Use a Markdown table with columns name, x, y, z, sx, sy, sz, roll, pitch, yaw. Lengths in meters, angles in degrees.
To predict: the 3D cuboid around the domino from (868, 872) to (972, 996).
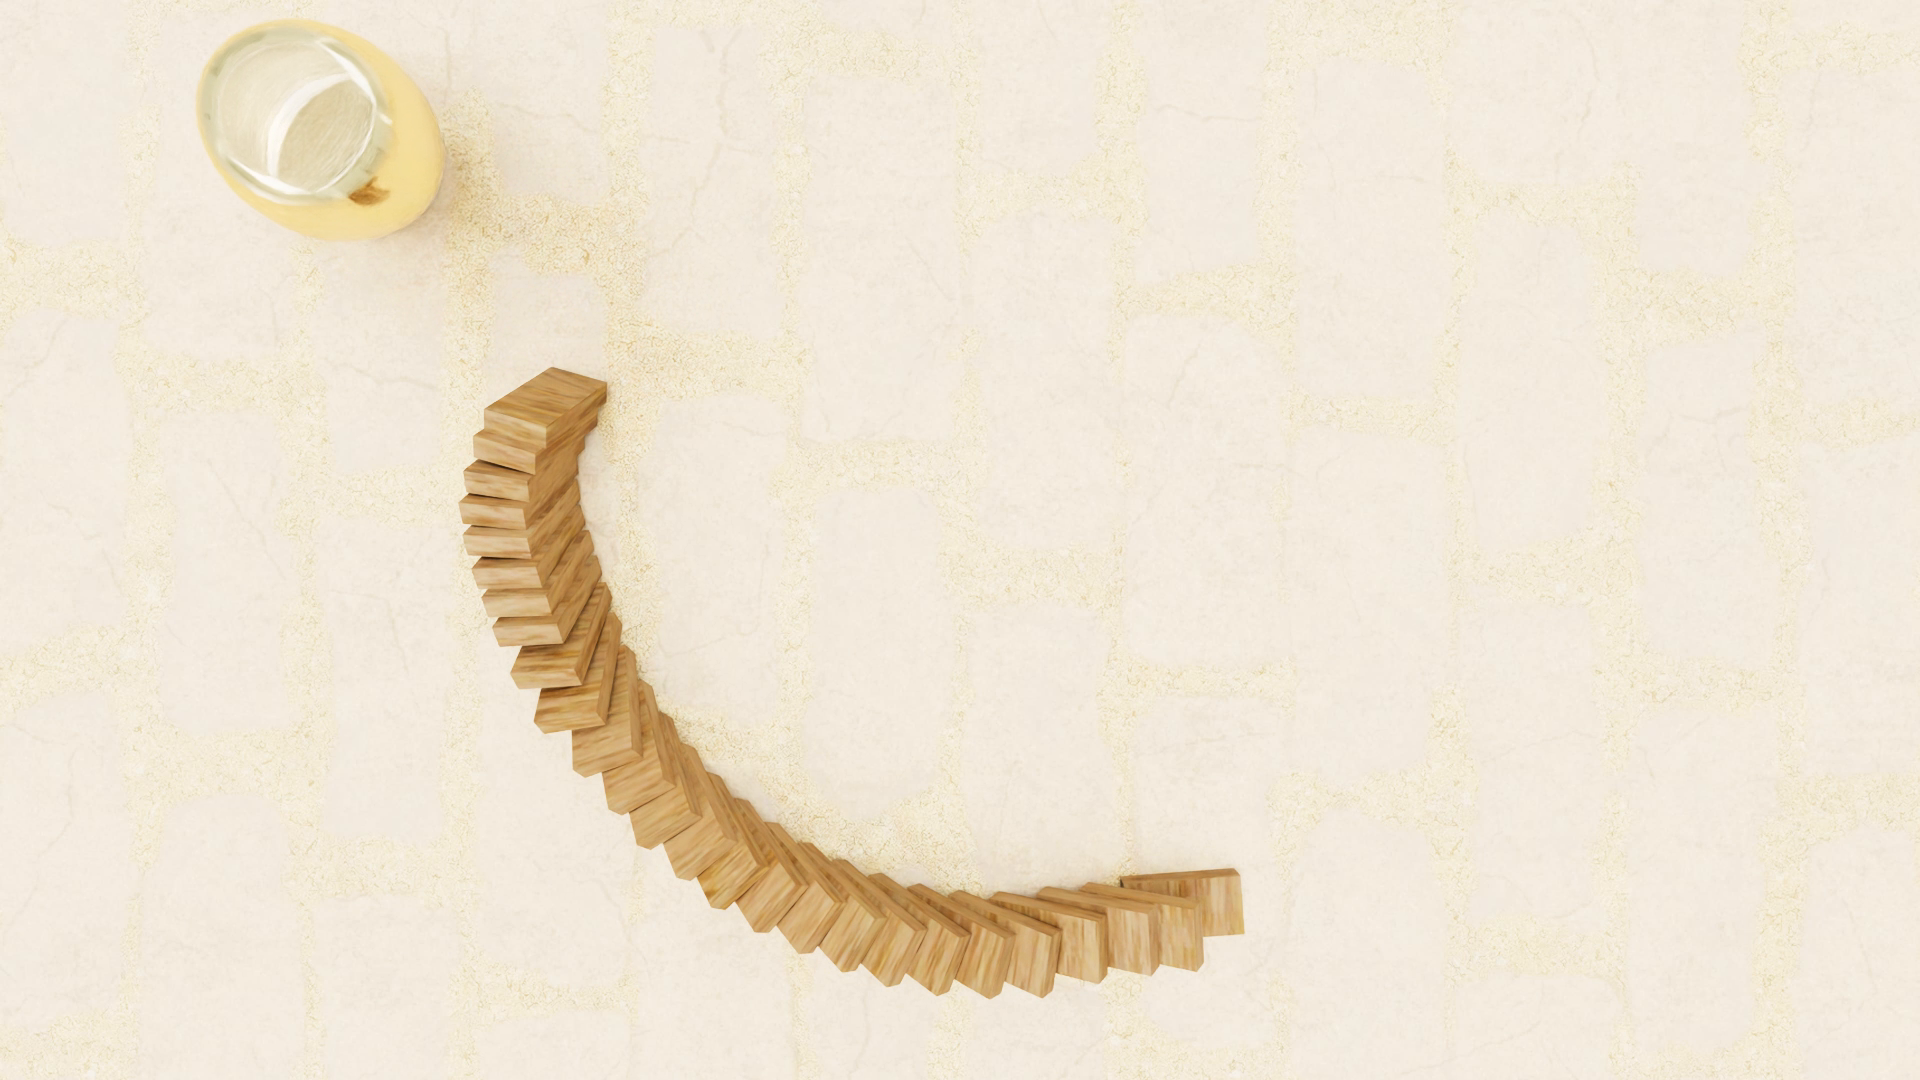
| name | x | y | z | sx | sy | sz | roll | pitch | yaw |
| --- | --- | --- | --- | --- | --- | --- | --- | --- | --- |
| domino | -0.022 | 0.163 | 0.382 | 0.050 | 0.009 | 0.025 | 21 | 90 | 33 |

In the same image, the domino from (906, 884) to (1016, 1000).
| name | x | y | z | sx | sy | sz | roll | pitch | yaw |
| --- | --- | --- | --- | --- | --- | --- | --- | --- | --- |
| domino | -0.003 | 0.167 | 0.383 | 0.050 | 0.009 | 0.025 | 15 | 90 | 33 |

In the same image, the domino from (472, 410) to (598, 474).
| name | x | y | z | sx | sy | sz | roll | pitch | yaw |
| --- | --- | --- | --- | --- | --- | --- | --- | --- | --- |
| domino | -0.173 | -0.045 | 0.376 | 0.025 | 0.050 | 0.010 | 16 | 121 | 0 |

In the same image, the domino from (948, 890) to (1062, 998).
| name | x | y | z | sx | sy | sz | roll | pitch | yaw |
| --- | --- | --- | --- | --- | --- | --- | --- | --- | --- |
| domino | 0.016 | 0.168 | 0.382 | 0.050 | 0.009 | 0.025 | 8 | 90 | 33 |

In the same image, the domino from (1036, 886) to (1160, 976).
| name | x | y | z | sx | sy | sz | roll | pitch | yaw |
| --- | --- | --- | --- | --- | --- | --- | --- | --- | --- |
| domino | 0.057 | 0.163 | 0.383 | 0.050 | 0.010 | 0.025 | -3 | 90 | 33 |

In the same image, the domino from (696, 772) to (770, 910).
| name | x | y | z | sx | sy | sz | roll | pitch | yaw |
| --- | --- | --- | --- | --- | --- | --- | --- | --- | --- |
| domino | -0.102 | 0.124 | 0.382 | 0.025 | 0.010 | 0.050 | -43 | 55 | 0 |

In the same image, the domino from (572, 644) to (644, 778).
| name | x | y | z | sx | sy | sz | roll | pitch | yaw |
| --- | --- | --- | --- | --- | --- | --- | --- | --- | --- |
| domino | -0.148 | 0.070 | 0.382 | 0.025 | 0.009 | 0.050 | -19 | 54 | 0 |

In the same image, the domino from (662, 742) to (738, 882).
| name | x | y | z | sx | sy | sz | roll | pitch | yaw |
| --- | --- | --- | --- | --- | --- | --- | --- | --- | --- |
| domino | -0.114 | 0.112 | 0.382 | 0.025 | 0.010 | 0.050 | -39 | 55 | 0 |

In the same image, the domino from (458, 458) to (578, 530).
| name | x | y | z | sx | sy | sz | roll | pitch | yaw |
| --- | --- | --- | --- | --- | --- | --- | --- | --- | --- |
| domino | -0.180 | -0.022 | 0.376 | 0.025 | 0.050 | 0.010 | 6 | 121 | 0 |

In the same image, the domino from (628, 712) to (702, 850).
| name | x | y | z | sx | sy | sz | roll | pitch | yaw |
| --- | --- | --- | --- | --- | --- | --- | --- | --- | --- |
| domino | -0.127 | 0.099 | 0.382 | 0.025 | 0.010 | 0.050 | -32 | 55 | 0 |

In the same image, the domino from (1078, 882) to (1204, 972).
| name | x | y | z | sx | sy | sz | roll | pitch | yaw |
| --- | --- | --- | --- | --- | --- | --- | --- | --- | --- |
| domino | 0.075 | 0.161 | 0.382 | 0.050 | 0.010 | 0.025 | -3 | 91 | 32 |

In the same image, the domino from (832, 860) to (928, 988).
| name | x | y | z | sx | sy | sz | roll | pitch | yaw |
| --- | --- | --- | --- | --- | --- | --- | --- | --- | --- |
| domino | -0.039 | 0.159 | 0.382 | 0.050 | 0.010 | 0.025 | 27 | 90 | 35 |

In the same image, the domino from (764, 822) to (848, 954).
| name | x | y | z | sx | sy | sz | roll | pitch | yaw |
| --- | --- | --- | --- | --- | --- | --- | --- | --- | --- |
| domino | -0.072 | 0.144 | 0.382 | 0.050 | 0.010 | 0.025 | 35 | 90 | 35 |

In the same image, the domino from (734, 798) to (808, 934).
| name | x | y | z | sx | sy | sz | roll | pitch | yaw |
| --- | --- | --- | --- | --- | --- | --- | --- | --- | --- |
| domino | -0.087 | 0.135 | 0.382 | 0.025 | 0.010 | 0.050 | -50 | 55 | 0 |

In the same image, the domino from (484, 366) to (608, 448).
| name | x | y | z | sx | sy | sz | roll | pitch | yaw |
| --- | --- | --- | --- | --- | --- | --- | --- | --- | --- |
| domino | -0.169 | -0.055 | 0.376 | 0.025 | 0.050 | 0.010 | 16 | 121 | 0 |

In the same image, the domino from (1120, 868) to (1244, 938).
| name | x | y | z | sx | sy | sz | roll | pitch | yaw |
| --- | --- | --- | --- | --- | --- | --- | --- | --- | --- |
| domino | 0.096 | 0.157 | 0.395 | 0.050 | 0.010 | 0.025 | -4 | 90 | 0 |

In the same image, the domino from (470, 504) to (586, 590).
| name | x | y | z | sx | sy | sz | roll | pitch | yaw |
| --- | --- | --- | --- | --- | --- | --- | --- | --- | --- |
| domino | -0.176 | 0.002 | 0.376 | 0.025 | 0.050 | 0.010 | -2 | 121 | 0 |

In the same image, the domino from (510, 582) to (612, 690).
| name | x | y | z | sx | sy | sz | roll | pitch | yaw |
| --- | --- | --- | --- | --- | --- | --- | --- | --- | --- |
| domino | -0.163 | 0.039 | 0.378 | 0.025 | 0.050 | 0.010 | -4 | 130 | 0 |

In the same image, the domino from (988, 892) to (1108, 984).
| name | x | y | z | sx | sy | sz | roll | pitch | yaw |
| --- | --- | --- | --- | --- | --- | --- | --- | --- | --- |
| domino | 0.036 | 0.165 | 0.383 | 0.050 | 0.009 | 0.025 | -1 | 90 | 31 |

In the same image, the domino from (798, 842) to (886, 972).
| name | x | y | z | sx | sy | sz | roll | pitch | yaw |
| --- | --- | --- | --- | --- | --- | --- | --- | --- | --- |
| domino | -0.056 | 0.152 | 0.382 | 0.050 | 0.010 | 0.025 | 31 | 90 | 35 |

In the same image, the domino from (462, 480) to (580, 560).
| name | x | y | z | sx | sy | sz | roll | pitch | yaw |
| --- | --- | --- | --- | --- | --- | --- | --- | --- | --- |
| domino | -0.178 | -0.010 | 0.376 | 0.025 | 0.050 | 0.010 | 3 | 121 | 0 |

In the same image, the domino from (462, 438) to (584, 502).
| name | x | y | z | sx | sy | sz | roll | pitch | yaw |
| --- | --- | --- | --- | --- | --- | --- | --- | --- | --- |
| domino | -0.177 | -0.033 | 0.376 | 0.025 | 0.050 | 0.009 | 9 | 121 | 0 |

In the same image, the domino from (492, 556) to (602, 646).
| name | x | y | z | sx | sy | sz | roll | pitch | yaw |
| --- | --- | --- | --- | --- | --- | --- | --- | --- | --- |
| domino | -0.168 | 0.024 | 0.376 | 0.025 | 0.050 | 0.010 | -3 | 121 | 0 |

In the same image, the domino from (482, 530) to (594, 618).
| name | x | y | z | sx | sy | sz | roll | pitch | yaw |
| --- | --- | --- | --- | --- | --- | --- | --- | --- | --- |
| domino | -0.172 | 0.013 | 0.376 | 0.025 | 0.050 | 0.010 | -2 | 121 | 0 |

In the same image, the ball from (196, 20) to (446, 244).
| name | x | y | z | sx | sy | sz | roll | pitch | yaw |
| --- | --- | --- | --- | --- | --- | --- | --- | --- | --- |
| ball | -0.248 | -0.159 | 0.360 | 0.080 | 0.080 | 0.080 | 0 | 90 | 0 |

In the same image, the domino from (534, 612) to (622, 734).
| name | x | y | z | sx | sy | sz | roll | pitch | yaw |
| --- | --- | --- | --- | --- | --- | --- | --- | --- | --- |
| domino | -0.157 | 0.054 | 0.380 | 0.025 | 0.009 | 0.050 | -9 | 48 | 0 |

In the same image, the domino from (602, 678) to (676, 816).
| name | x | y | z | sx | sy | sz | roll | pitch | yaw |
| --- | --- | --- | --- | --- | --- | --- | --- | --- | --- |
| domino | -0.137 | 0.085 | 0.382 | 0.025 | 0.009 | 0.050 | -29 | 54 | 0 |
